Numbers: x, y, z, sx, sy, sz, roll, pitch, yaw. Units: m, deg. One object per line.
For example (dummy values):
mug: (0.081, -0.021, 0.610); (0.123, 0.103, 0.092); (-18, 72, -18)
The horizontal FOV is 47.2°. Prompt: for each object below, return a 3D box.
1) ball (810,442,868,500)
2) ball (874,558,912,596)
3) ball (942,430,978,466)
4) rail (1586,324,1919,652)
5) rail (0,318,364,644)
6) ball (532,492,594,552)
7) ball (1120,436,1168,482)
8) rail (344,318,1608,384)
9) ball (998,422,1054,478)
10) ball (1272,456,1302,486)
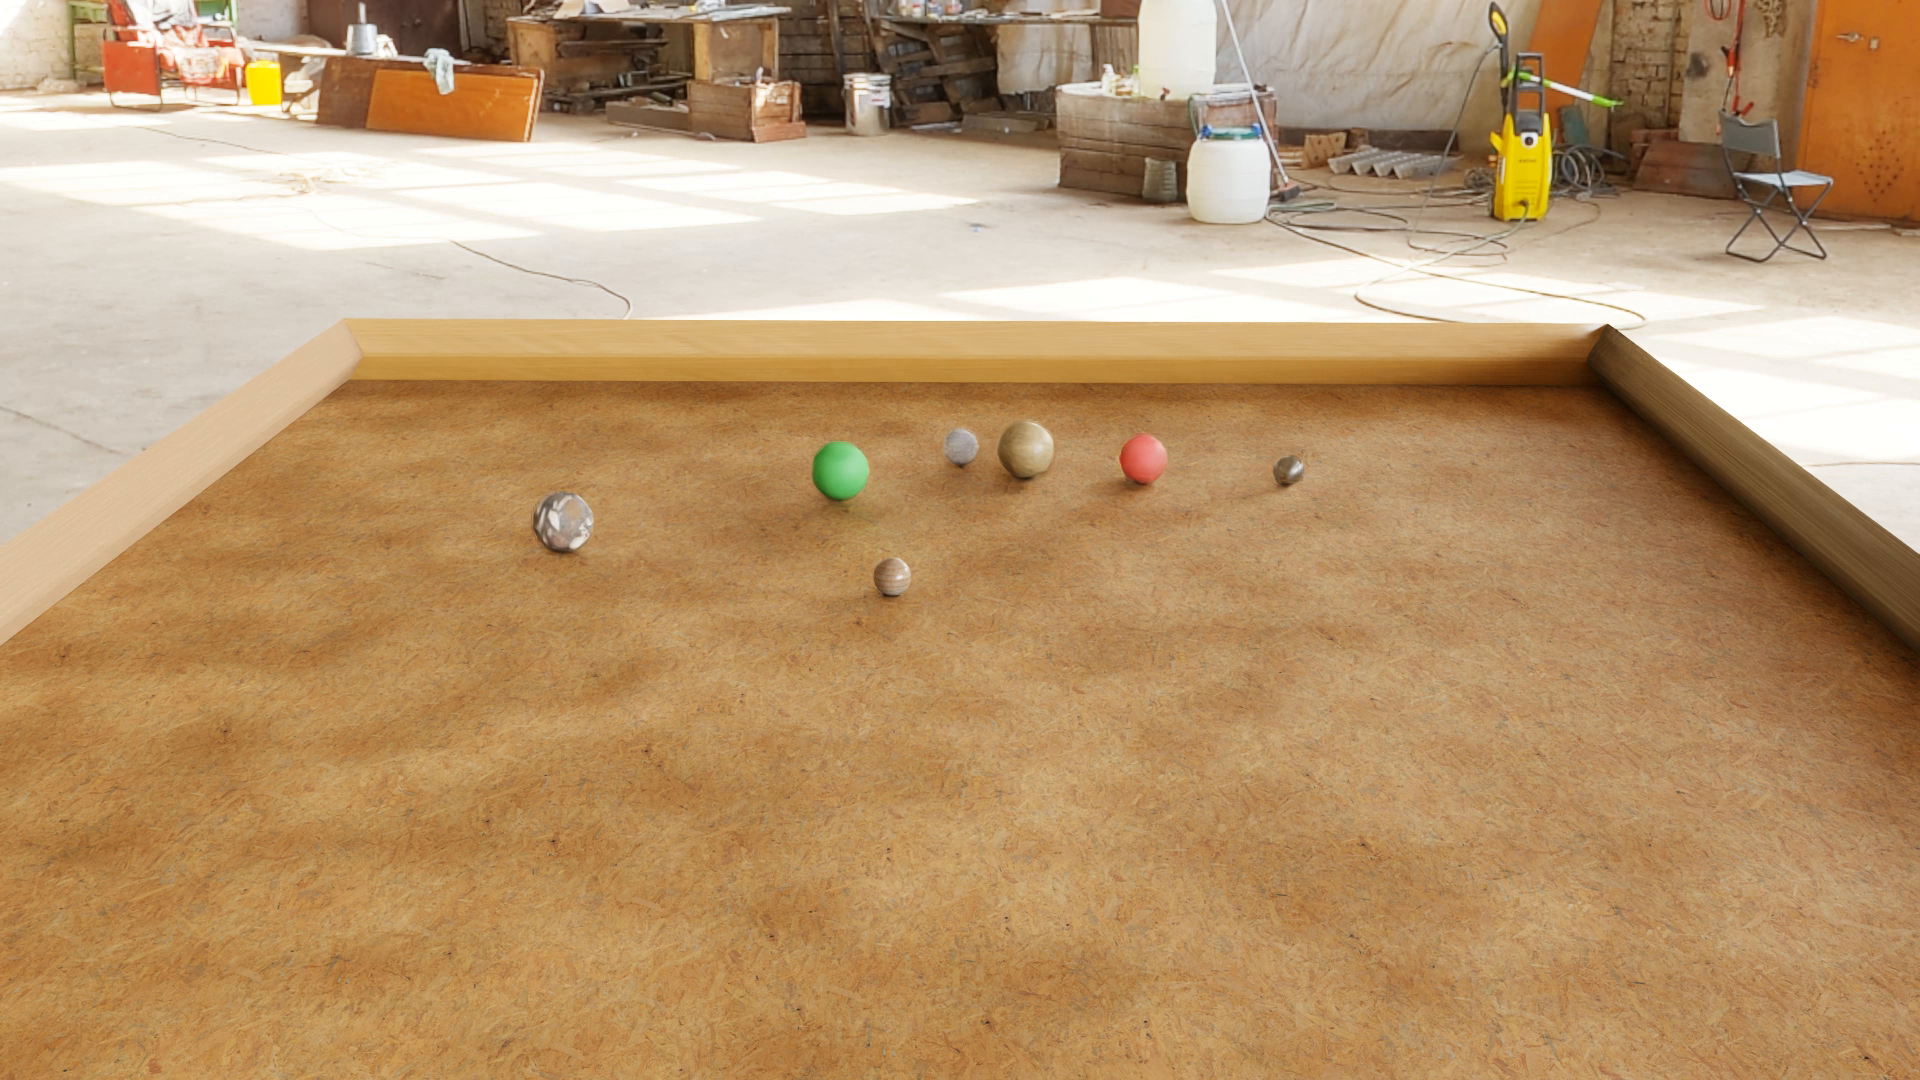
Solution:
ball: (-0.170, -0.097, 3.111); (0.082, 0.082, 0.082); (0, 17, 0)
ball: (-0.083, 0.045, 2.700); (0.047, 0.047, 0.047); (0, 17, 0)
ball: (0.001, -0.139, 3.298); (0.054, 0.054, 0.054); (0, 17, 0)
rail: (1.054, 0.290, 1.779); (0.045, 0.108, 4.242); (0, 17, 1)
rail: (-1.096, 0.278, 1.820); (0.045, 0.108, 4.242); (0, 17, 1)
ball: (-0.518, -0.023, 2.872); (0.079, 0.079, 0.079); (0, 17, 0)
ball: (0.267, -0.118, 3.201); (0.069, 0.069, 0.069); (0, 17, 0)
rail: (0.021, -0.322, 3.807); (2.198, 0.108, 0.045); (0, 17, 1)
ball: (0.097, -0.132, 3.225); (0.083, 0.083, 0.083); (0, 17, 0)
ball: (0.475, -0.100, 3.188); (0.043, 0.043, 0.043); (0, 17, 0)
